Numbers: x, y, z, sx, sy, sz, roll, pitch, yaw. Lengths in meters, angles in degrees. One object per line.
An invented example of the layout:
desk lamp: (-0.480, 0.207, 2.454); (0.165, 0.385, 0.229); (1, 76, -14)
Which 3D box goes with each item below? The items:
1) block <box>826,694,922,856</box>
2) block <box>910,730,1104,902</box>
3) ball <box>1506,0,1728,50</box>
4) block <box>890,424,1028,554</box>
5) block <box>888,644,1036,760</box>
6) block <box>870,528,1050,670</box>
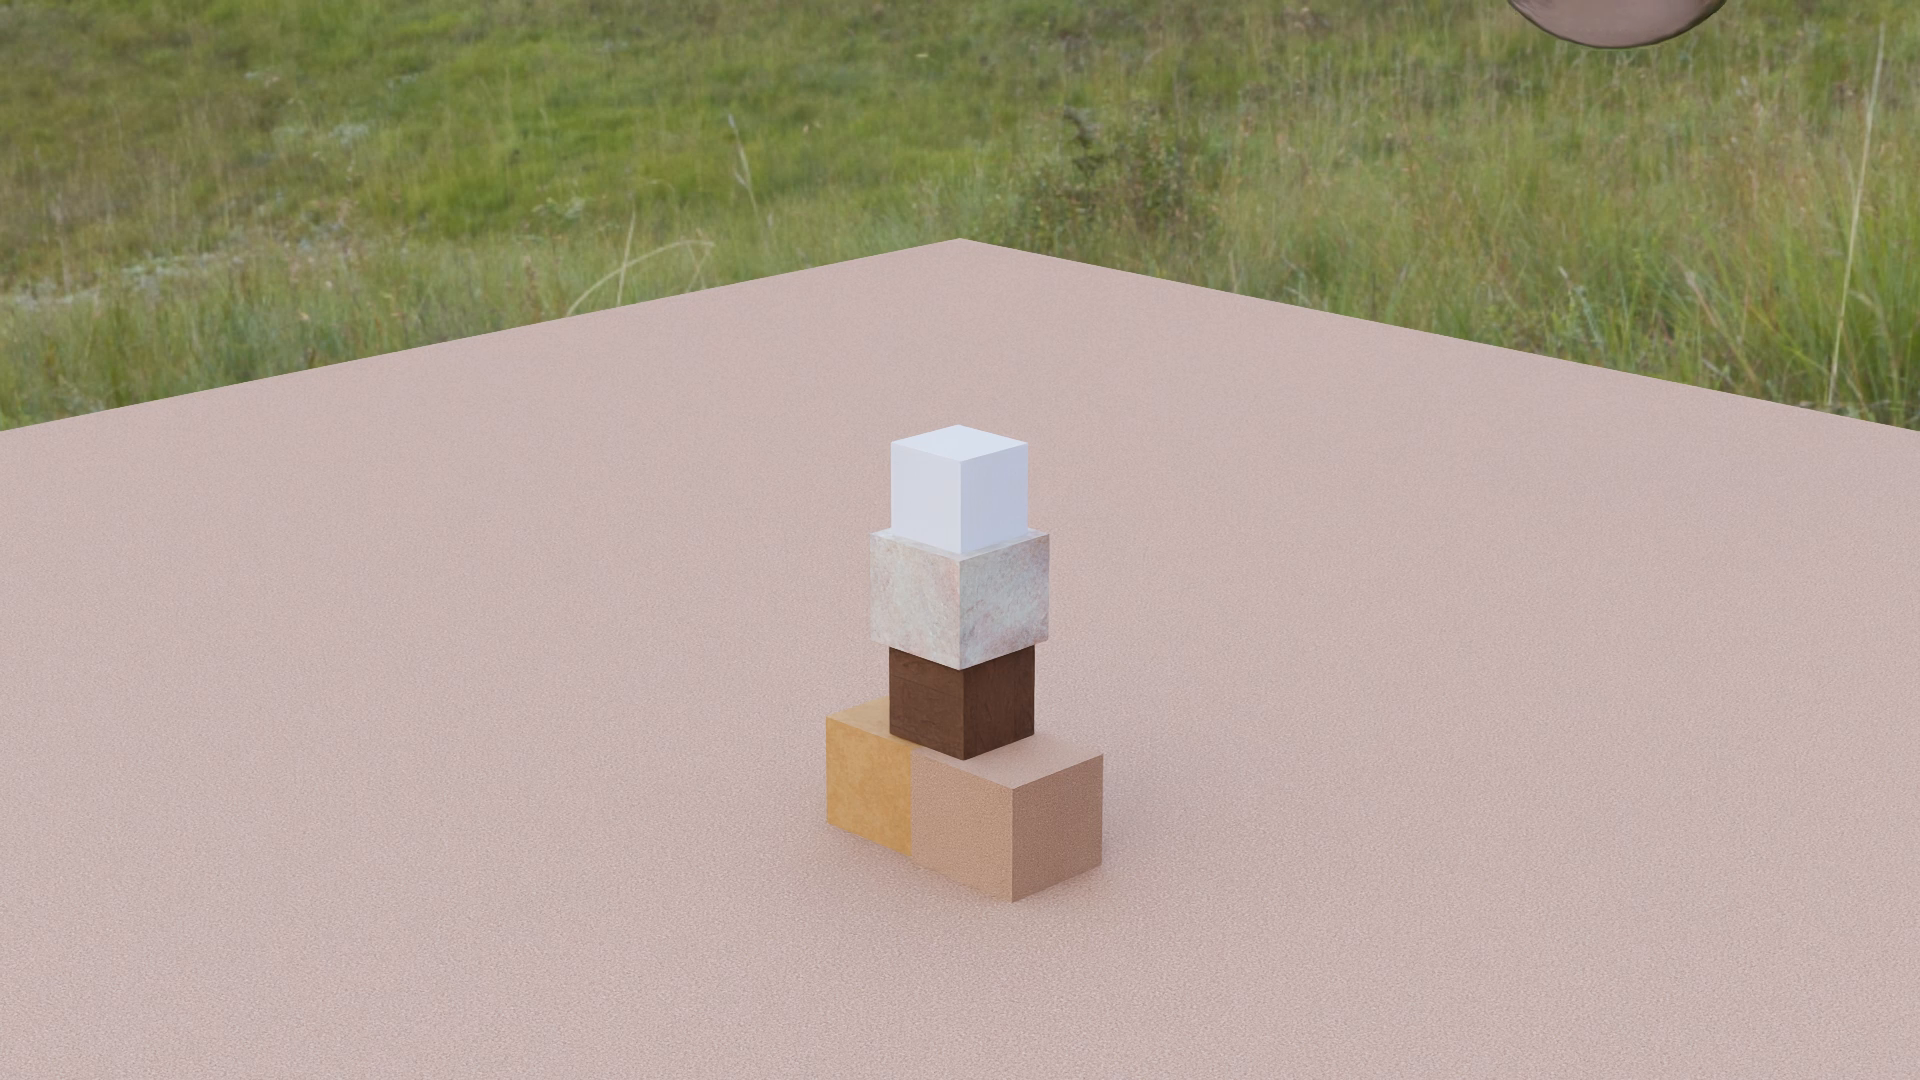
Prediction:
block: (-0.226, 1.100, 13.939); (0.552, 0.544, 0.607); (-17, 24, -42)
block: (0.215, 1.235, 13.497); (0.597, 0.551, 0.650); (-17, 24, -42)
ball: (3.610, -3.490, 16.029); (1.600, 1.600, 1.600); (0, 17, 0)
block: (-0.003, -0.233, 13.266); (0.428, 0.430, 0.446); (-17, 24, -42)
block: (0.009, 0.679, 13.565); (0.466, 0.467, 0.486); (-17, 24, -42)
block: (-0.001, 0.216, 13.408); (0.579, 0.512, 0.577); (-17, 24, -42)
